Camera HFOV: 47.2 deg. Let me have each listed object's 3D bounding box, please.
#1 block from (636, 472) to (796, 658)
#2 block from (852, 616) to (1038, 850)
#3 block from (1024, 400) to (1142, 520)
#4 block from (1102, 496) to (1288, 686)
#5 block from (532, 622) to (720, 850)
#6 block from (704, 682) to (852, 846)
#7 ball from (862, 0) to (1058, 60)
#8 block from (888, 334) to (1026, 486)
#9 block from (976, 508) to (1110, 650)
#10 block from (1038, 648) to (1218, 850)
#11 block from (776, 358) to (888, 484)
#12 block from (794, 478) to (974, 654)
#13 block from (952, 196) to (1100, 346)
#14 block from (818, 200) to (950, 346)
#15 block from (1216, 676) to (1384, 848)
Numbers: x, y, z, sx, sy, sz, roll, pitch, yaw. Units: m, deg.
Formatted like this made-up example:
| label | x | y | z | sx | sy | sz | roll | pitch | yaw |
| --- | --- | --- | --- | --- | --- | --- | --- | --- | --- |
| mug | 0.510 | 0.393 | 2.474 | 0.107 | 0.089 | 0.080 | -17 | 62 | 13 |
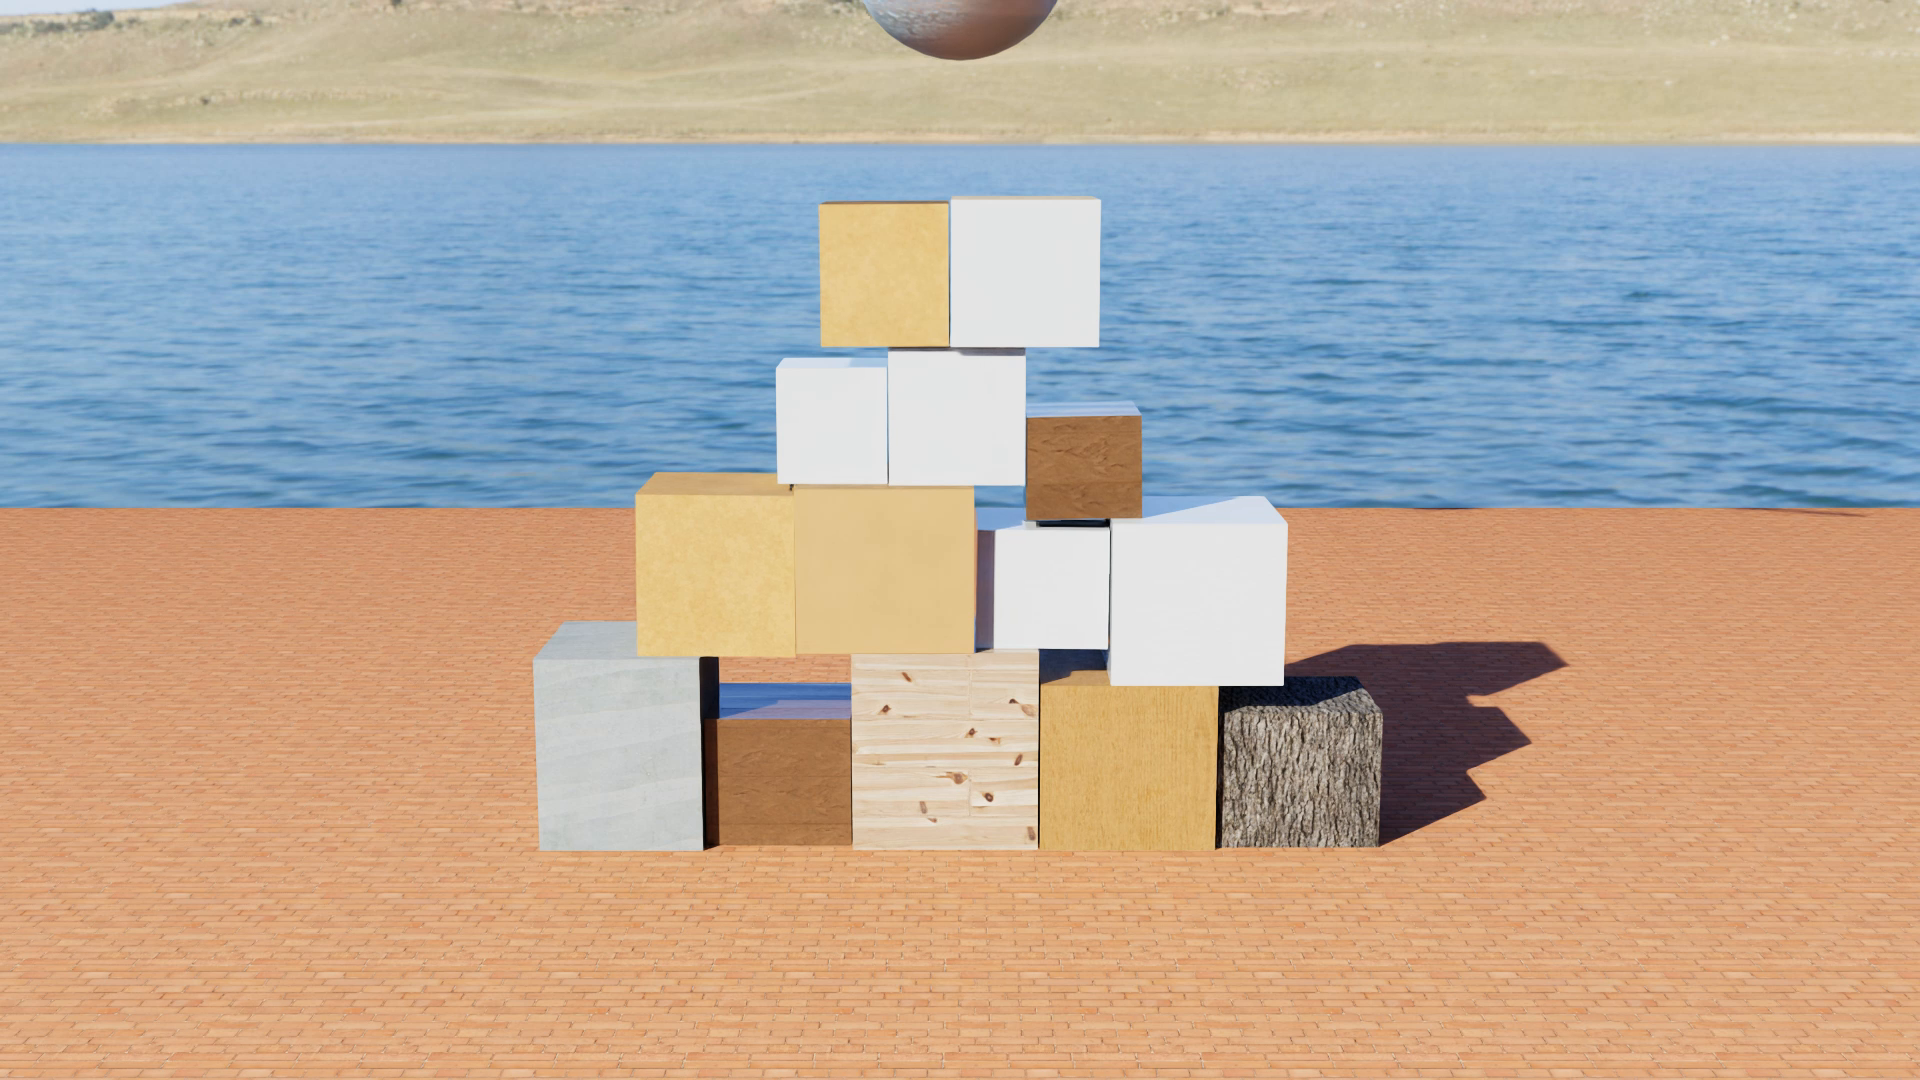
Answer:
| label | x | y | z | sx | sy | sz | roll | pitch | yaw |
| --- | --- | --- | --- | --- | --- | --- | --- | --- | --- |
| block | -1.203 | 0.113 | 11.199 | 0.783 | 0.809 | 0.743 | 1 | 10 | 0 |
| block | -0.074 | 0.976 | 11.375 | 0.926 | 1.010 | 0.889 | 0 | 10 | 0 |
| block | 0.611 | -0.409 | 11.121 | 0.572 | 0.512 | 0.595 | -1 | 10 | 0 |
| block | 1.173 | 0.244 | 11.212 | 0.853 | 0.811 | 0.847 | 0 | 10 | 0 |
| block | -1.695 | 0.994 | 11.354 | 0.818 | 0.982 | 0.884 | 0 | 10 | 0 |
| block | -0.912 | 1.150 | 11.398 | 0.729 | 0.658 | 0.747 | 0 | 10 | 0 |
| ball | 0.000 | -4.229 | 15.651 | 1.600 | 1.600 | 1.600 | 0 | 10 | 0 |
| block | -0.015 | -0.663 | 11.074 | 0.669 | 0.687 | 0.624 | 0 | 10 | 0 |
| block | 0.411 | 0.187 | 11.231 | 0.657 | 0.596 | 0.672 | 1 | 10 | 0 |
| block | 0.838 | 1.055 | 11.391 | 0.878 | 0.848 | 0.920 | 0 | 10 | 0 |
| block | -0.631 | -0.607 | 11.080 | 0.543 | 0.573 | 0.524 | 0 | 10 | 0 |
| block | -0.368 | 0.080 | 11.191 | 0.875 | 0.819 | 0.858 | 0 | 10 | 0 |
| block | 0.315 | -1.345 | 10.934 | 0.716 | 0.704 | 0.716 | 0 | 10 | 0 |
| block | -0.366 | -1.332 | 10.924 | 0.620 | 0.682 | 0.639 | 0 | 10 | 0 |
| block | 1.696 | 1.135 | 11.373 | 0.817 | 0.697 | 0.763 | 0 | 10 | 0 |
